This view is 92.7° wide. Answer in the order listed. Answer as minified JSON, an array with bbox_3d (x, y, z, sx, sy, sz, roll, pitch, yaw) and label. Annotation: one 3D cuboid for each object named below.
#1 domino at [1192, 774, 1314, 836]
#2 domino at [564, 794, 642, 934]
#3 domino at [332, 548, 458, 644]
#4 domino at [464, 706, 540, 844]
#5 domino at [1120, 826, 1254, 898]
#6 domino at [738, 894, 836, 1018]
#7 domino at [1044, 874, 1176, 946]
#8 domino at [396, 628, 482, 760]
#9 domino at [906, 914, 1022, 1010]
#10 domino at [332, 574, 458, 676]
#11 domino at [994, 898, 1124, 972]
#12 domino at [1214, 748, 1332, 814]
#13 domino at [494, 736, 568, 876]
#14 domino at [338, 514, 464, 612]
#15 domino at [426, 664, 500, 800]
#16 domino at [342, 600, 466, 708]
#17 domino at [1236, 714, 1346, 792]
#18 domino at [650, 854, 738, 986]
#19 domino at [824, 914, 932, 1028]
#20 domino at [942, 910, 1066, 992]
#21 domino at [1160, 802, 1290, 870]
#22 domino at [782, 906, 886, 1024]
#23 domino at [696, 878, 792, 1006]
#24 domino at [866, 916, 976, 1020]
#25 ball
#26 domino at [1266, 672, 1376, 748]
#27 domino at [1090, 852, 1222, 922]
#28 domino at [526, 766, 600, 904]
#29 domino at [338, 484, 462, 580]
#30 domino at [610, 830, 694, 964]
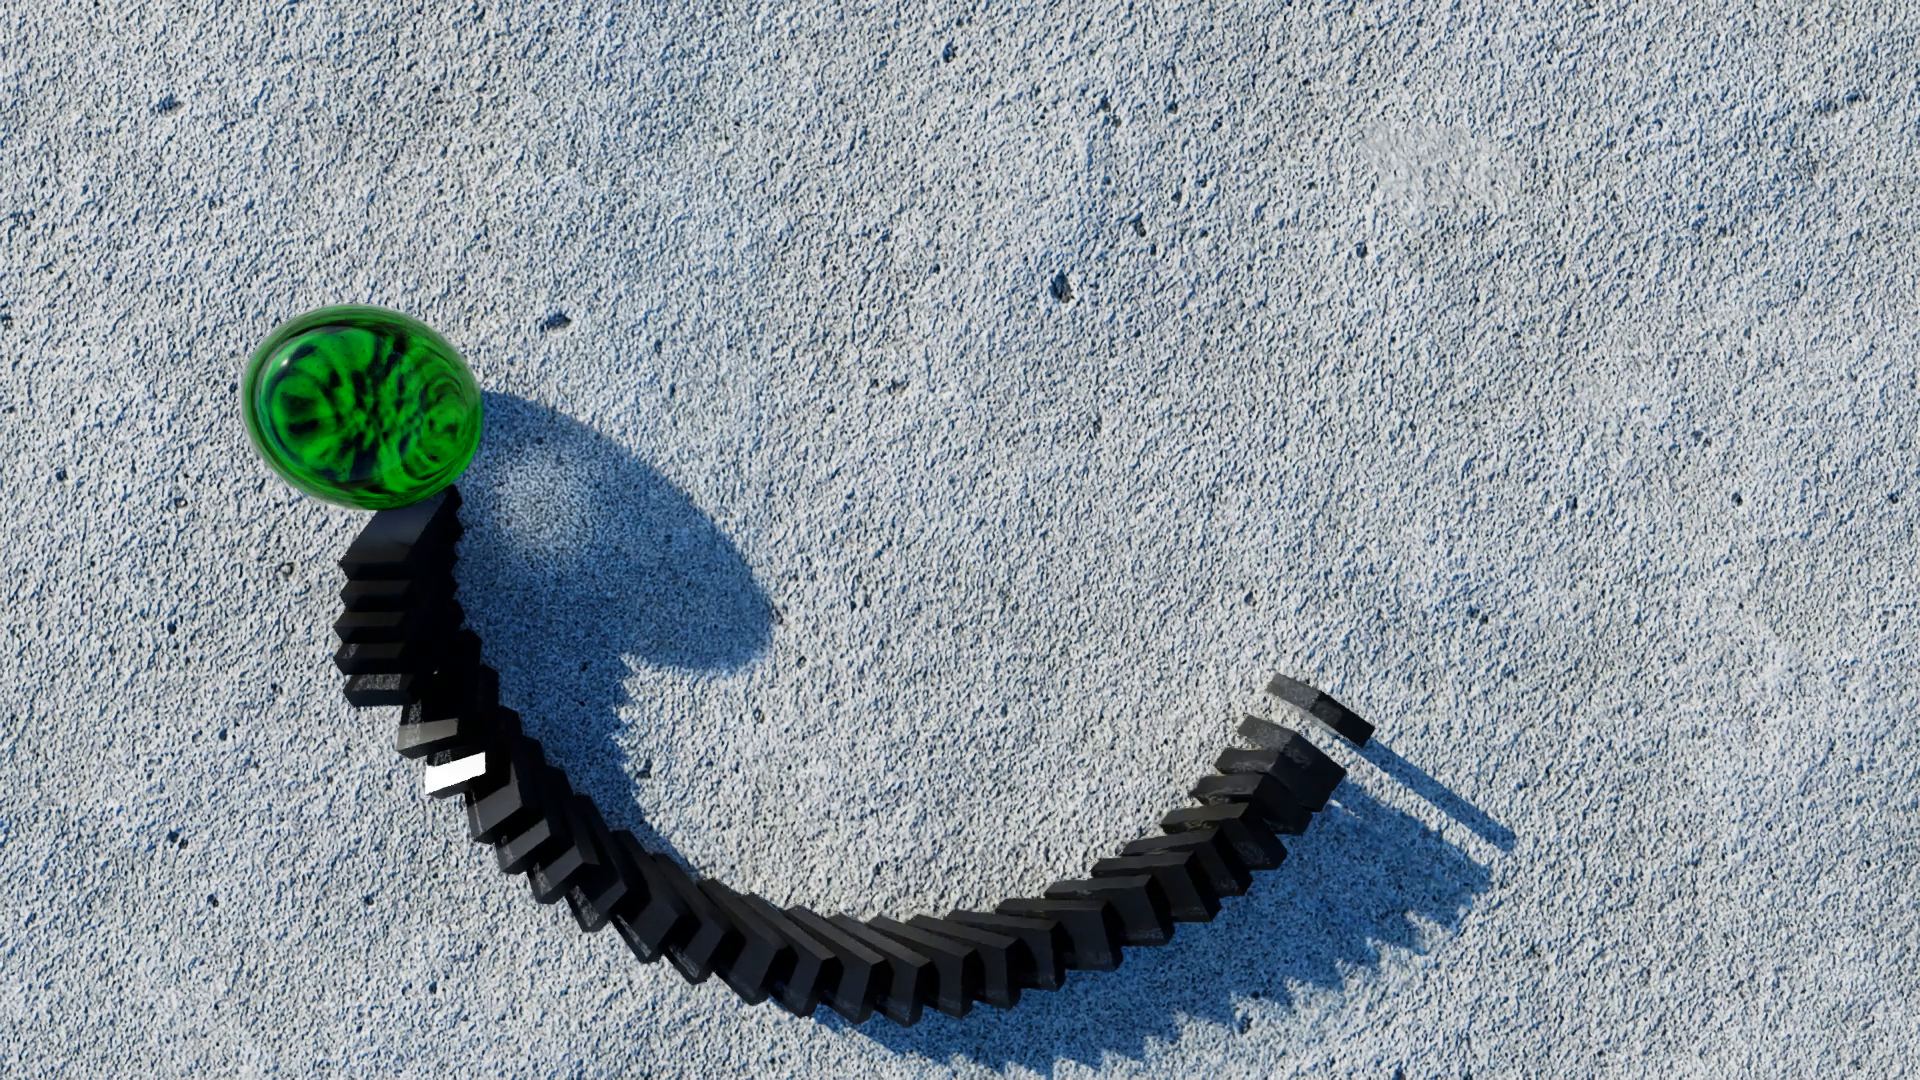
[{"bbox_3d":[0.118,0.108,0.375,0.025,0.050,0.010,41,69,0],"label":"domino"},{"bbox_3d":[-0.157,0.135,0.385,0.025,0.010,0.050,-44,63,0],"label":"domino"},{"bbox_3d":[-0.231,0.021,0.378,0.025,0.050,0.009,-1,130,0],"label":"domino"},{"bbox_3d":[-0.193,0.097,0.381,0.025,0.010,0.050,-35,56,3],"label":"domino"},{"bbox_3d":[0.092,0.135,0.379,0.009,0.050,0.025,-32,90,-43],"label":"domino"},{"bbox_3d":[-0.077,0.173,0.383,0.050,0.010,0.025,22,90,31],"label":"domino"},{"bbox_3d":[0.061,0.155,0.381,0.050,0.009,0.025,-21,90,37],"label":"domino"},{"bbox_3d":[-0.216,0.063,0.381,0.025,0.010,0.050,-15,54,0],"label":"domino"},{"bbox_3d":[0.001,0.175,0.381,0.050,0.009,0.025,-2,93,34],"label":"domino"},{"bbox_3d":[-0.231,0.033,0.378,0.025,0.050,0.010,-1,130,0],"label":"domino"},{"bbox_3d":[0.041,0.164,0.383,0.050,0.009,0.025,-14,90,32],"label":"domino"},{"bbox_3d":[0.126,0.098,0.375,0.025,0.050,0.010,38,76,0],"label":"domino"},{"bbox_3d":[-0.183,0.110,0.382,0.025,0.009,0.050,-37,56,2],"label":"domino"},{"bbox_3d":[-0.229,0.009,0.378,0.025,0.050,0.009,-1,130,0],"label":"domino"},{"bbox_3d":[-0.207,0.079,0.383,0.025,0.009,0.050,-20,57,0],"label":"domino"},{"bbox_3d":[-0.228,0.046,0.378,0.025,0.050,0.009,-2,130,0],"label":"domino"},{"bbox_3d":[0.134,0.086,0.375,0.025,0.050,0.010,38,86,0],"label":"domino"},{"bbox_3d":[-0.118,0.158,0.384,0.050,0.009,0.025,32,90,28],"label":"domino"},{"bbox_3d":[-0.037,0.179,0.382,0.050,0.009,0.025,11,92,33],"label":"domino"},{"bbox_3d":[0.018,0.171,0.384,0.050,0.010,0.025,-7,90,29],"label":"domino"},{"bbox_3d":[0.107,0.123,0.376,0.010,0.050,0.025,-37,90,-32],"label":"domino"},{"bbox_3d":[-0.056,0.176,0.382,0.050,0.009,0.025,15,90,33],"label":"domino"},{"bbox_3d":[-0.096,0.167,0.383,0.050,0.009,0.025,25,90,31],"label":"domino"},{"bbox_3d":[-0.017,0.177,0.382,0.050,0.009,0.025,3,92,34],"label":"domino"},{"bbox_3d":[-0.232,-0.051,0.360,0.080,0.080,0.080,0,90,0],"label":"ball"},{"bbox_3d":[0.146,0.069,0.375,0.025,0.050,0.010,34,90,0],"label":"domino"},{"bbox_3d":[0.080,0.144,0.379,0.009,0.050,0.025,-26,90,-45],"label":"domino"},{"bbox_3d":[-0.170,0.122,0.382,0.025,0.009,0.050,-41,56,1],"label":"domino"},{"bbox_3d":[-0.229,-0.004,0.378,0.025,0.050,0.009,-1,130,0],"label":"domino"},{"bbox_3d":[-0.136,0.149,0.384,0.050,0.010,0.025,38,92,28],"label":"domino"}]
